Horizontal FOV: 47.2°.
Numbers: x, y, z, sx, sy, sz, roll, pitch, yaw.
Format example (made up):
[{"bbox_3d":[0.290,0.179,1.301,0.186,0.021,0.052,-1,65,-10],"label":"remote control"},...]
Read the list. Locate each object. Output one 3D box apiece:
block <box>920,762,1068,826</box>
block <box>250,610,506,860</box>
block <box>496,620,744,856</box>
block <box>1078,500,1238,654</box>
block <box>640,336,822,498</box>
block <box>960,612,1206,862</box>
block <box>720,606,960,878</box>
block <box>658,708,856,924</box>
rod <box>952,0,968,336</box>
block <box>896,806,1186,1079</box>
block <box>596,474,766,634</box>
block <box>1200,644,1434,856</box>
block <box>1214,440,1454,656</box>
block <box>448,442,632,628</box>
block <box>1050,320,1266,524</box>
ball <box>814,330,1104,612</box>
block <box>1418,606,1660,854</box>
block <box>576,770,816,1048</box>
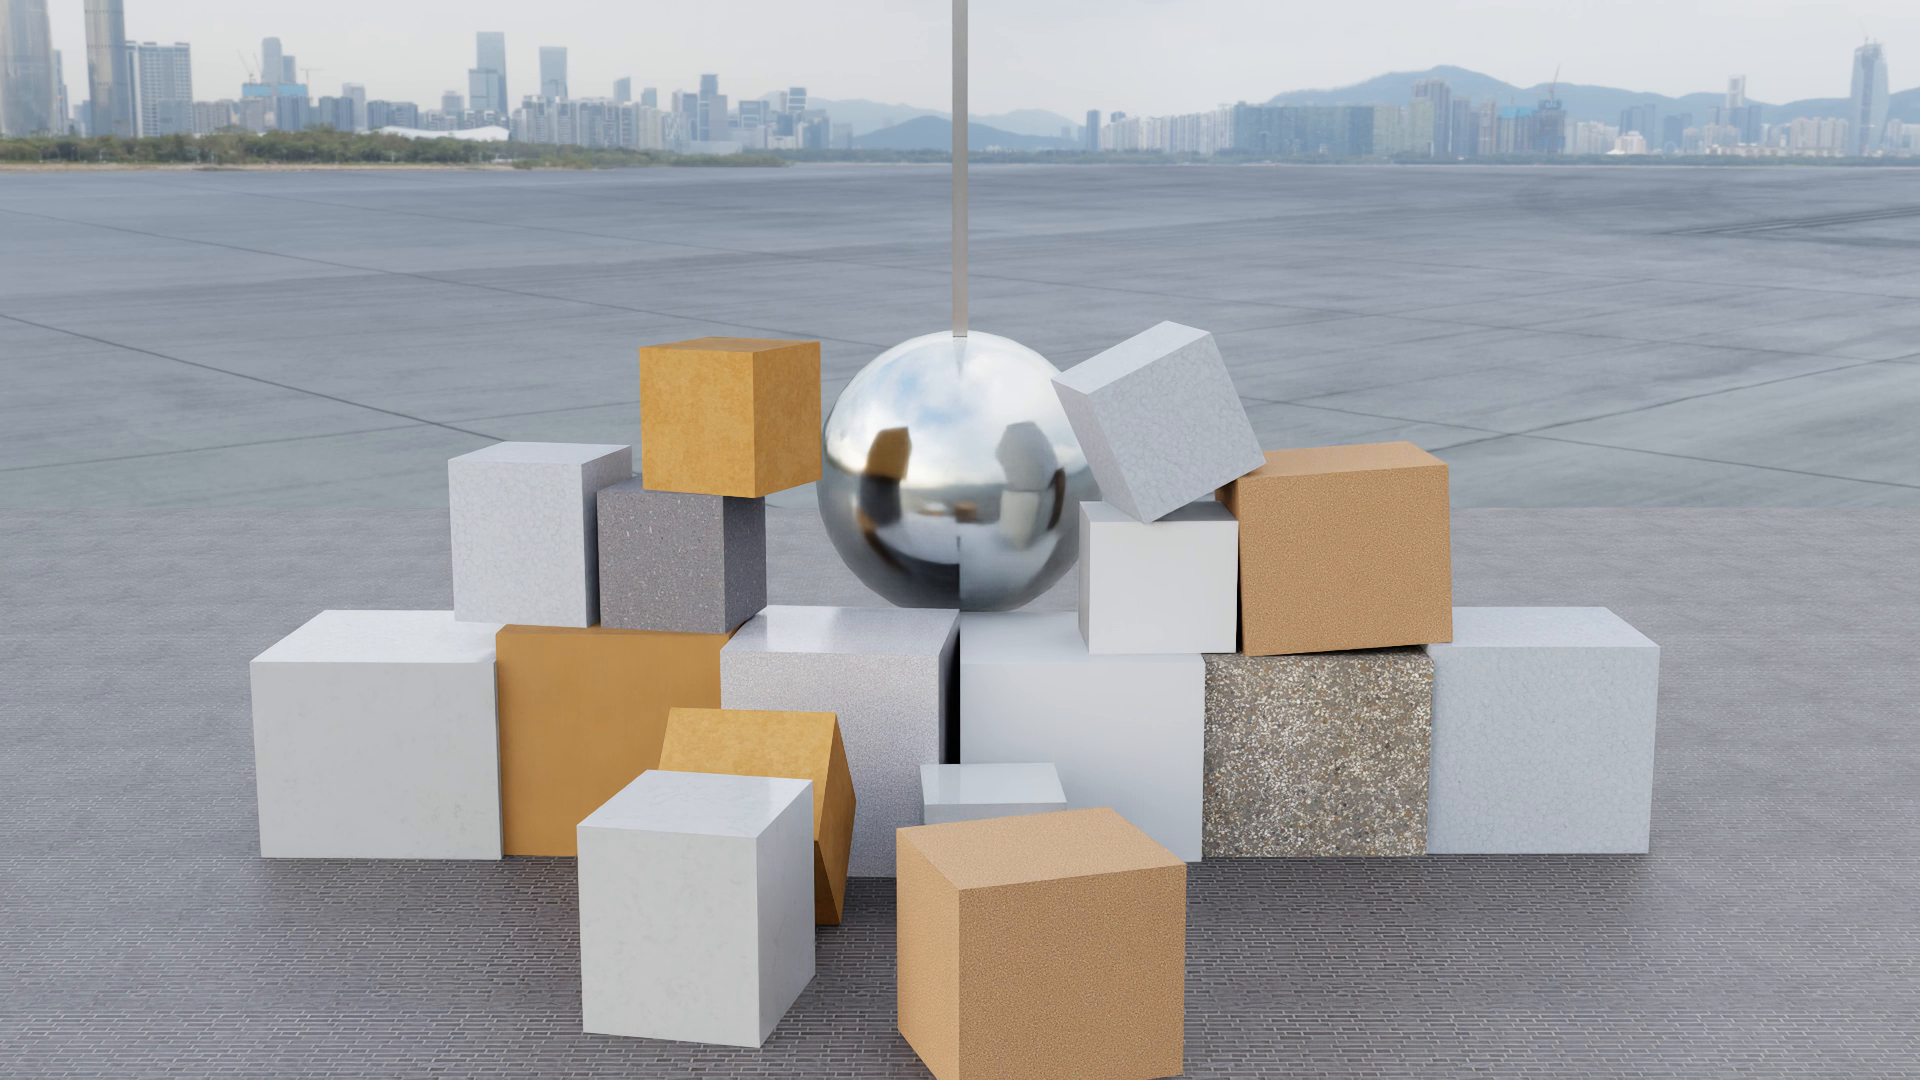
[{"bbox_3d":[0.144,1.406,10.231,0.640,0.573,0.643,-1,10,-3],"label":"block"},{"bbox_3d":[-2.855,0.979,11.391,1.194,0.998,1.195,0,10,1],"label":"block"},{"bbox_3d":[-1.671,0.923,11.339,1.147,1.128,1.063,1,10,3],"label":"block"},{"bbox_3d":[0.991,0.179,11.120,0.727,0.660,0.618,0,10,-2],"label":"block"},{"bbox_3d":[-1.130,-0.622,10.915,0.640,0.698,0.658,5,11,25],"label":"block"},{"bbox_3d":[0.594,0.986,11.335,1.188,1.004,1.186,0,10,0],"label":"block"},{"bbox_3d":[-0.572,0.987,11.052,1.047,1.105,1.047,1,10,5],"label":"block"},{"bbox_3d":[-0.917,1.246,9.894,0.749,0.779,0.643,1,53,7],"label":"block"},{"bbox_3d":[0.000,-3.554,10.972,0.080,5.200,0.080,0,20,0],"label":"rod"},{"bbox_3d":[0.299,1.584,8.515,0.900,0.836,0.765,-3,11,-18],"label":"block"},{"bbox_3d":[-1.387,0.053,11.062,0.647,0.683,0.661,2,11,13],"label":"block"},{"bbox_3d":[1.752,0.986,11.361,1.117,0.996,1.073,0,10,-1],"label":"block"},{"bbox_3d":[1.879,0.028,11.182,1.025,0.886,0.852,-4,10,-1],"label":"block"},{"bbox_3d":[-2.116,-0.042,11.205,0.700,0.817,0.690,2,11,12],"label":"block"},{"bbox_3d":[0.977,-0.598,10.956,0.675,0.709,0.728,-27,14,-6],"label":"block"},{"bbox_3d":[0.000,-0.356,12.125,1.600,1.600,1.600,0,10,0],"label":"ball"},{"bbox_3d":[2.874,0.960,11.336,1.118,1.056,0.937,0,10,0],"label":"block"},{"bbox_3d":[-1.060,1.485,9.001,0.734,0.858,0.795,2,11,12],"label":"block"}]
